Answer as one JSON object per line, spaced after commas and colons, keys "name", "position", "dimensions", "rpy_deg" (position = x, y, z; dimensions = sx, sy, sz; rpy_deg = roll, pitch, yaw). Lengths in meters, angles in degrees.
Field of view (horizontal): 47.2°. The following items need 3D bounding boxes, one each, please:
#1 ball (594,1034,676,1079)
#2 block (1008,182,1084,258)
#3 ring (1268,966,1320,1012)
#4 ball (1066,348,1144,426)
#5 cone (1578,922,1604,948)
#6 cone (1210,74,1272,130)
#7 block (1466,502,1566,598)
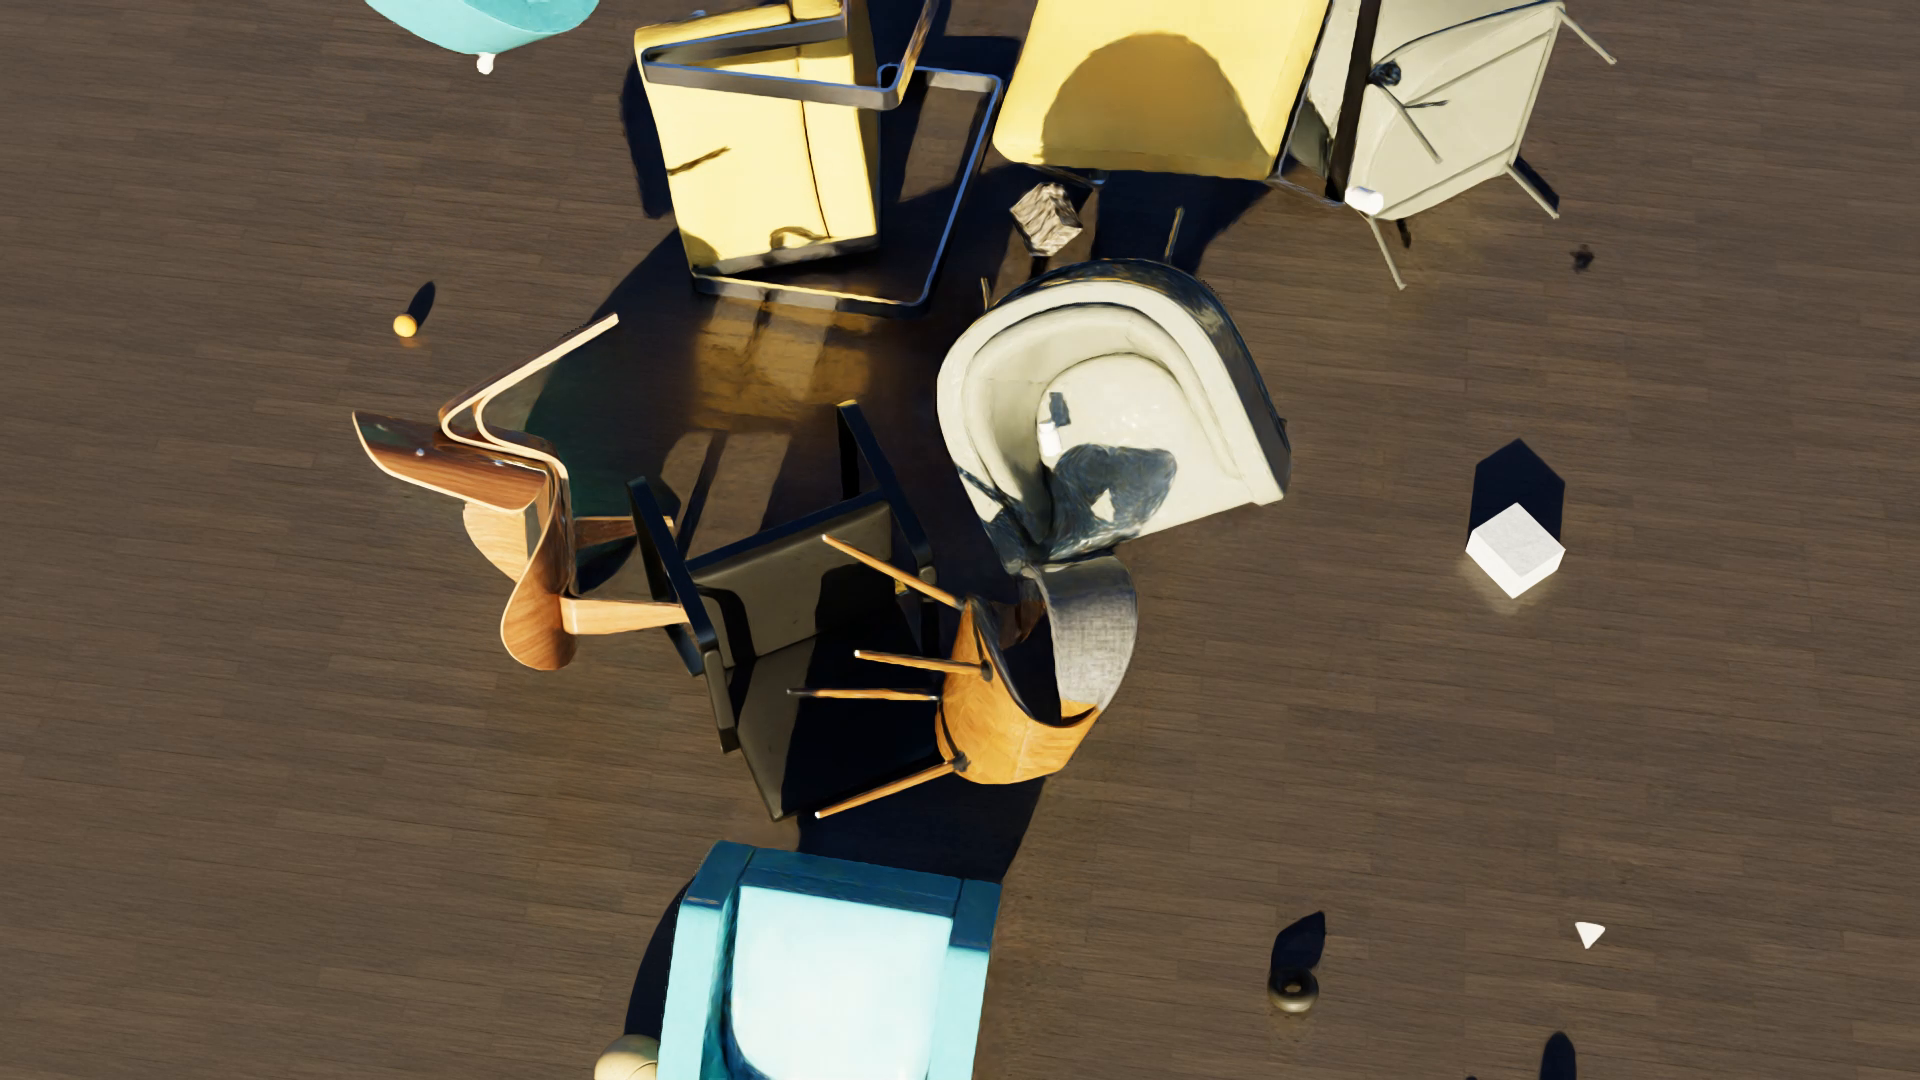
{"name": "ball", "position": [-0.820, 1.349, 5.547], "dimensions": [0.202, 0.202, 0.202], "rpy_deg": [0, 56, 0]}
{"name": "block", "position": [0.279, -1.039, 7.130], "dimensions": [0.110, 0.163, 0.174], "rpy_deg": [-3, 63, -49]}
{"name": "ring", "position": [0.868, 1.171, 5.733], "dimensions": [0.133, 0.051, 0.153], "rpy_deg": [-18, 32, -7]}
{"name": "ball", "position": [0.444, -0.469, 6.747], "dimensions": [0.236, 0.236, 0.236], "rpy_deg": [0, 56, 0]}
{"name": "cone", "position": [1.387, 0.878, 4.851], "dimensions": [0.063, 0.036, 0.054], "rpy_deg": [12, 75, 28]}
{"name": "cone", "position": [0.916, -1.451, 7.484], "dimensions": [0.162, 0.285, 0.206], "rpy_deg": [-27, 67, 32]}
{"name": "block", "position": [1.637, 0.030, 6.488], "dimensions": [0.177, 0.110, 0.205], "rpy_deg": [-30, 61, -19]}
